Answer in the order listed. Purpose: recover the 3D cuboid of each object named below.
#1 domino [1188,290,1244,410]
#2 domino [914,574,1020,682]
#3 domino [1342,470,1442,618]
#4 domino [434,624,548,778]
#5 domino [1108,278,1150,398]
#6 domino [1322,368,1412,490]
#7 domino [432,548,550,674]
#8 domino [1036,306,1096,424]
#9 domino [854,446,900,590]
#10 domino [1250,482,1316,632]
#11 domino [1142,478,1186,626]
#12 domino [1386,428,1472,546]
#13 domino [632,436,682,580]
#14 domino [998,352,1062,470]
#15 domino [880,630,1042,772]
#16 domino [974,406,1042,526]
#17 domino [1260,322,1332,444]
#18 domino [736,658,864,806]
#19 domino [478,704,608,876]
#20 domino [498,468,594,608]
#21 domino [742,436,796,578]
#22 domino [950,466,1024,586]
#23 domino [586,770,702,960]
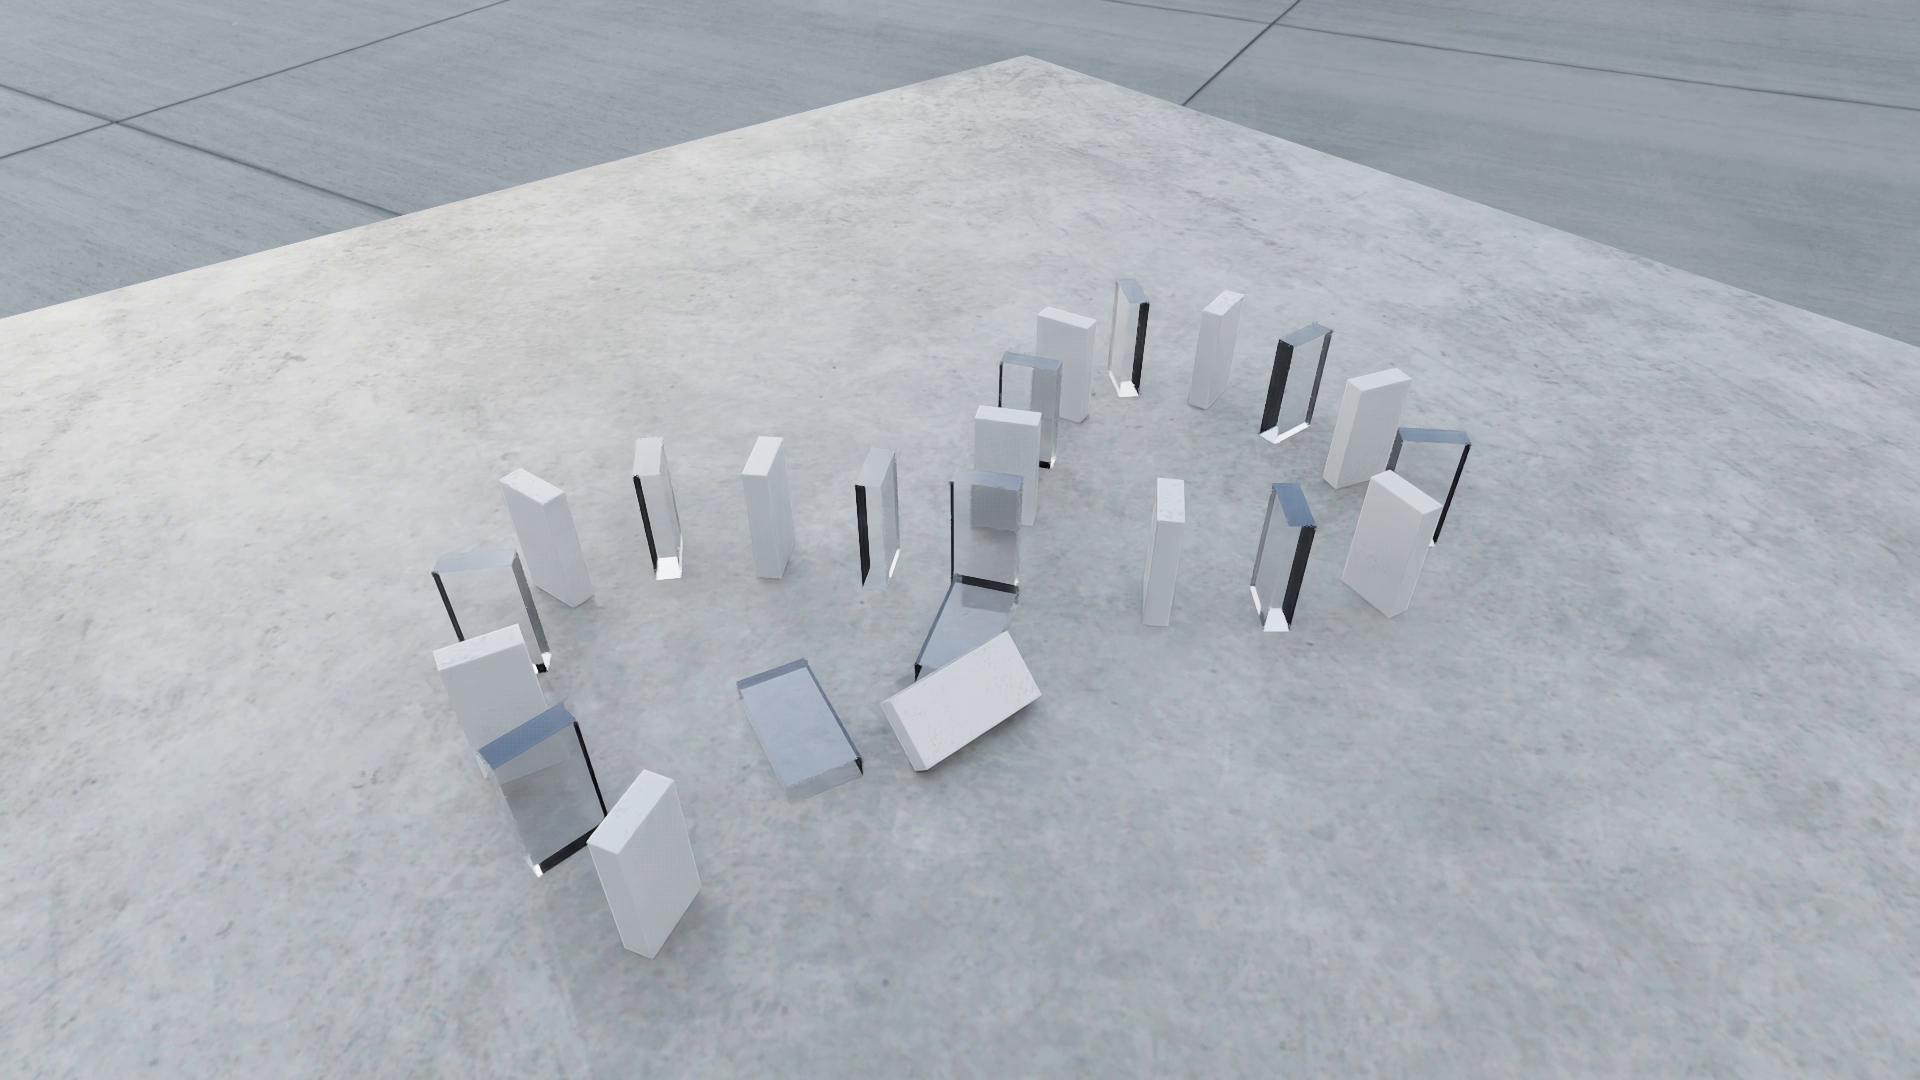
[{"bbox_3d":[0.121,-0.090,0.521,0.009,0.050,0.025,24,45,26],"label":"domino"},{"bbox_3d":[0.003,0.034,0.402,0.025,0.010,0.050,11,41,13],"label":"domino"},{"bbox_3d":[0.160,0.002,0.409,0.009,0.050,0.025,-20,43,-22],"label":"domino"},{"bbox_3d":[-0.145,0.052,0.348,0.025,0.050,0.010,-19,43,-22],"label":"domino"},{"bbox_3d":[0.081,-0.097,0.530,0.009,0.050,0.025,-5,40,-6],"label":"domino"},{"bbox_3d":[0.173,-0.047,0.469,0.025,0.050,0.010,-14,41,-17],"label":"domino"},{"bbox_3d":[-0.161,0.026,0.380,0.025,0.050,0.009,-6,40,-7],"label":"domino"},{"bbox_3d":[0.048,-0.081,0.510,0.025,0.050,0.009,22,44,24],"label":"domino"},{"bbox_3d":[-0.031,-0.008,0.421,0.010,0.050,0.025,7,40,8],"label":"domino"},{"bbox_3d":[0.118,0.007,0.403,0.010,0.050,0.025,0,39,0],"label":"domino"},{"bbox_3d":[0.075,0.005,0.405,0.009,0.050,0.025,5,40,6],"label":"domino"},{"bbox_3d":[0.182,-0.021,0.437,0.025,0.050,0.009,4,39,5],"label":"domino"},{"bbox_3d":[-0.117,-0.012,0.426,0.009,0.050,0.025,-6,40,-7],"label":"domino"},{"bbox_3d":[0.030,-0.056,0.480,0.025,0.050,0.009,12,41,14],"label":"domino"},{"bbox_3d":[0.001,0.053,0.367,0.050,0.009,0.025,-28,90,-30],"label":"domino"},{"bbox_3d":[0.019,-0.030,0.448,0.025,0.050,0.009,8,40,10],"label":"domino"},{"bbox_3d":[0.152,-0.071,0.498,0.025,0.050,0.009,-26,46,-28],"label":"domino"},{"bbox_3d":[-0.054,0.063,0.367,0.025,0.010,0.050,-18,43,-21],"label":"domino"},{"bbox_3d":[-0.120,0.074,0.322,0.025,0.050,0.009,-32,49,-33],"label":"domino"},{"bbox_3d":[-0.154,0.000,0.412,0.025,0.050,0.010,24,45,27],"label":"domino"},{"bbox_3d":[-0.074,-0.012,0.426,0.009,0.050,0.025,4,40,5],"label":"domino"},{"bbox_3d":[0.010,-0.003,0.415,0.025,0.050,0.010,9,40,11],"label":"domino"},{"bbox_3d":[-0.086,0.090,0.302,0.009,0.050,0.025,15,42,17],"label":"domino"}]
